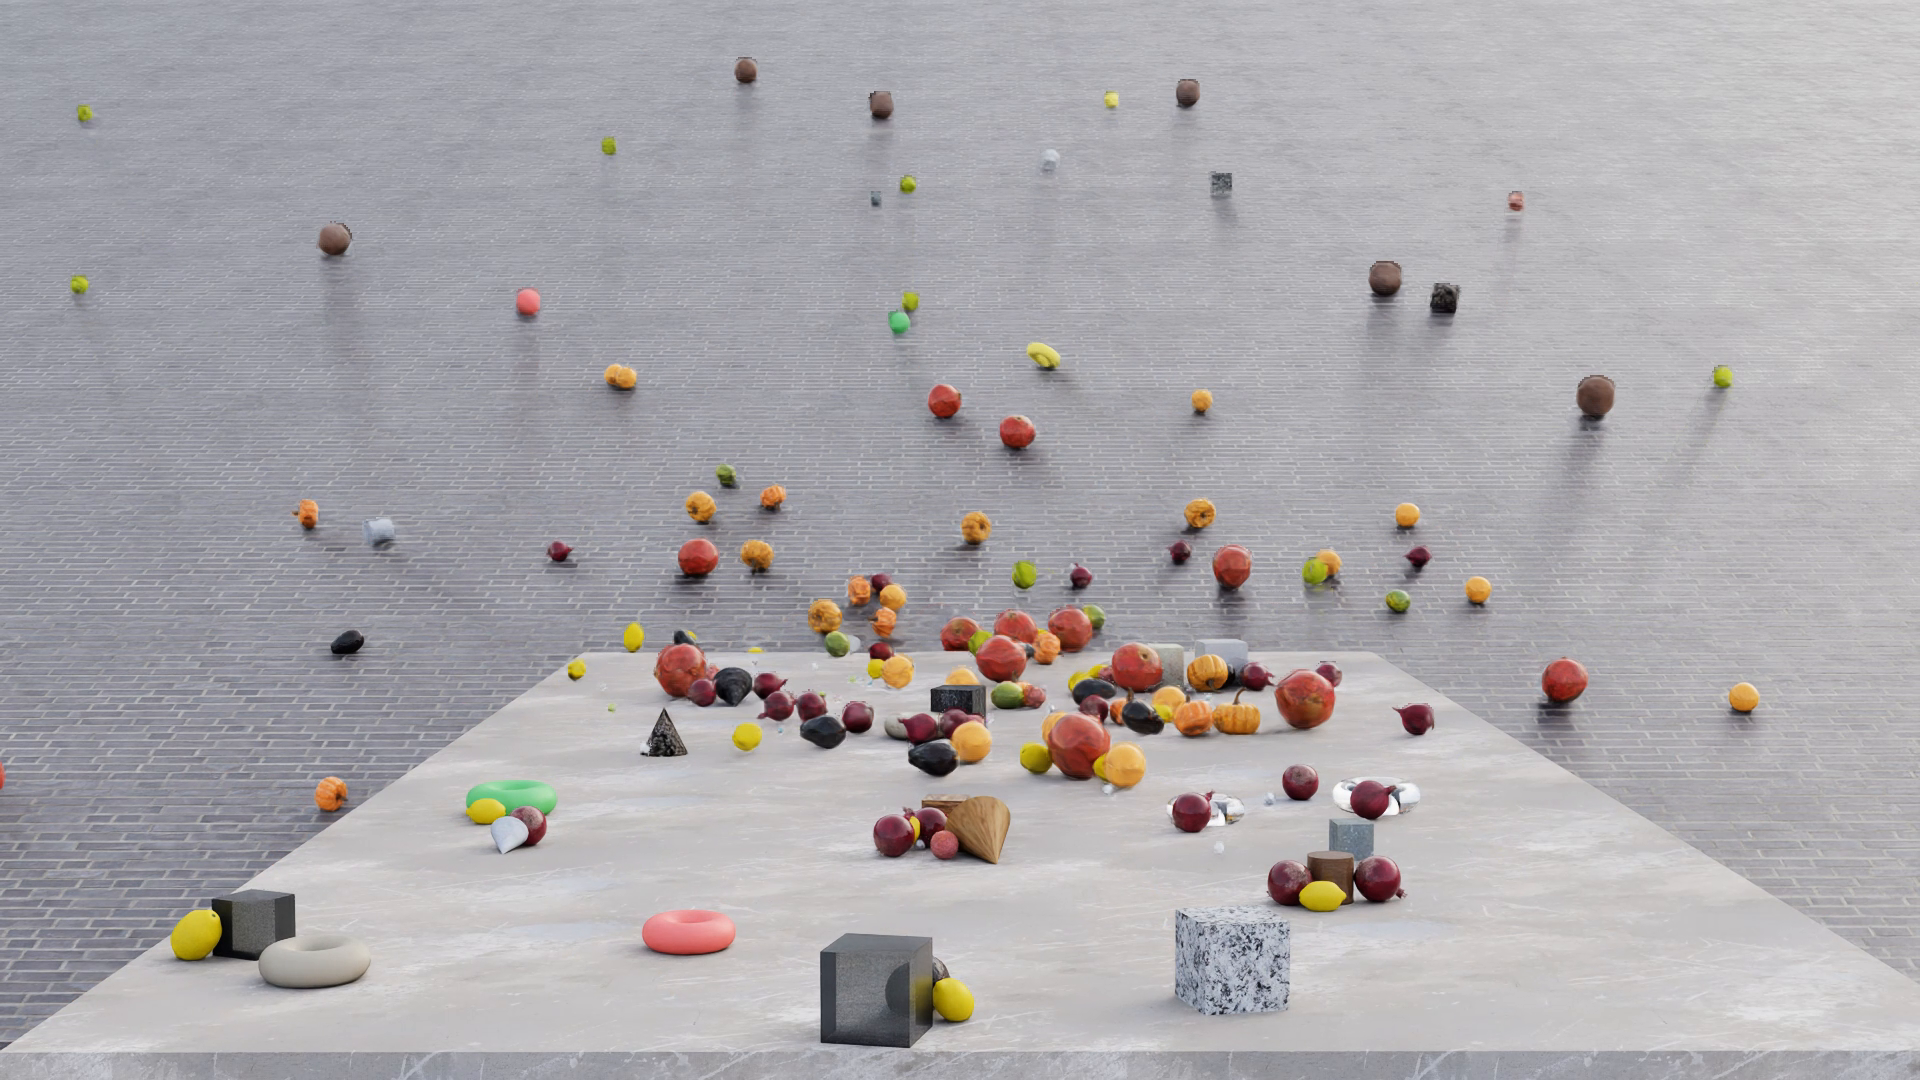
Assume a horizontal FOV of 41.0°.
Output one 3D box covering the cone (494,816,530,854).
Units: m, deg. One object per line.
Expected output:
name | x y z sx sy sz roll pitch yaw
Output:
cone | -0.645 0.431 3.652 0.054 0.054 0.054 5 47 13

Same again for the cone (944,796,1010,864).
cone | 0.038 0.425 3.585 0.097 0.097 0.097 -6 31 -14

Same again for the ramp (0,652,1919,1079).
ramp | 0.049 0.444 4.532 2.000 0.100 4.000 0 3 0

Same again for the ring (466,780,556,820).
ring | -0.694 0.402 3.977 0.140 0.047 0.140 0 4 0

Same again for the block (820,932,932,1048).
block | -0.084 0.454 2.597 0.092 0.092 0.092 1 3 14

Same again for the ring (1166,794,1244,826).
ring | 0.373 0.409 3.901 0.119 0.040 0.119 0 2 0

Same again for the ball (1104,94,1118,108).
ball | 0.786 -2.281 13.334 0.075 0.075 0.075 0 21 0

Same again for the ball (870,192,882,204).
ball | -0.373 -1.514 11.380 0.051 0.051 0.051 0 21 0

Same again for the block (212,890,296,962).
block | -0.820 0.446 2.984 0.066 0.066 0.066 2 4 28

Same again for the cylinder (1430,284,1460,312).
cylinder | 1.847 -0.921 9.785 0.092 0.092 0.092 7 22 17

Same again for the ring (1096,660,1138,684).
ring | 0.376 0.300 5.845 0.134 0.045 0.134 -1 4 0

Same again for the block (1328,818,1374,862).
block | 0.548 0.419 3.597 0.051 0.051 0.051 0 3 -5

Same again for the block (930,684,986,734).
block | -0.003 0.327 4.971 0.085 0.085 0.085 1 3 18

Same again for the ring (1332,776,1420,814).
ring | 0.651 0.400 4.019 0.137 0.046 0.137 -1 4 0

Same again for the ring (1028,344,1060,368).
ring | 0.299 -0.651 9.075 0.124 0.124 0.041 16 69 36

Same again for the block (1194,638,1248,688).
block | 0.587 0.276 5.779 0.098 0.098 0.098 -1 3 -9

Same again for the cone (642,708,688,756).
cone | -0.536 0.345 4.657 0.086 0.086 0.086 0 3 0

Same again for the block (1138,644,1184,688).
block | 0.448 0.282 5.744 0.091 0.091 0.091 0 3 -5

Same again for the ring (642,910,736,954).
ring | -0.318 0.460 3.014 0.110 0.037 0.110 0 4 0

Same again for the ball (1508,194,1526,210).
ball | 2.441 -1.481 11.260 0.075 0.075 0.075 0 21 0

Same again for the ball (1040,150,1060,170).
ball | 0.419 -1.778 12.002 0.095 0.095 0.095 0 21 0

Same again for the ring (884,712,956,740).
ring | -0.077 0.353 4.883 0.136 0.045 0.136 0 2 0

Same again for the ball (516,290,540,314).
ball | -1.634 -0.900 9.729 0.095 0.095 0.095 0 21 0

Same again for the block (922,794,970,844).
block | -0.020 0.406 3.745 0.062 0.062 0.062 0 3 8

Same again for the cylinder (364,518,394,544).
cylinder | -1.695 -0.025 7.499 0.066 0.066 0.066 -13 25 -34

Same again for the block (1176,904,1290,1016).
block | 0.289 0.446 2.734 0.094 0.094 0.094 -1 3 -15

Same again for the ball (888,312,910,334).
ball | -0.225 -0.804 9.501 0.078 0.078 0.078 0 21 0

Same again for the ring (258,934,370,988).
ring | -0.716 0.467 2.851 0.122 0.041 0.122 -1 4 0

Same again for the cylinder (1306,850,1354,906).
cylinder | 0.474 0.432 3.287 0.060 0.060 0.060 0 3 0
